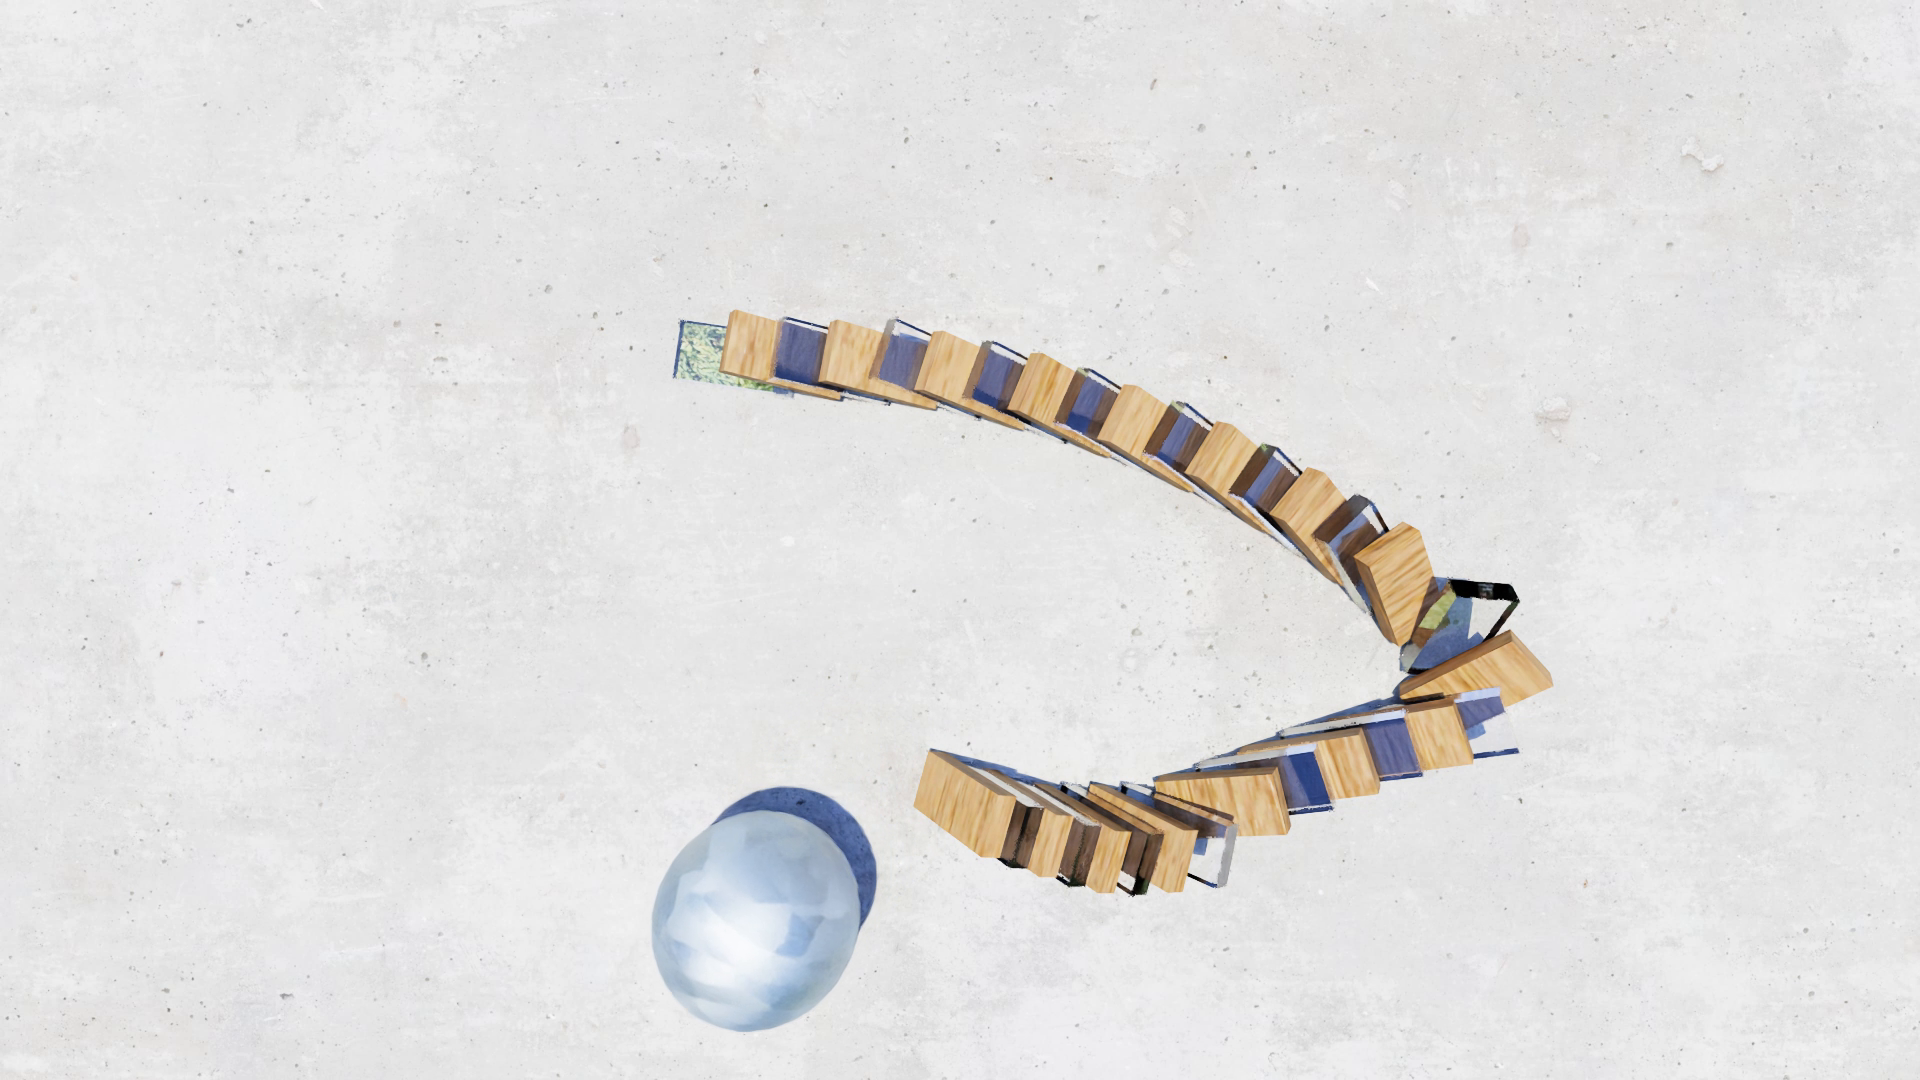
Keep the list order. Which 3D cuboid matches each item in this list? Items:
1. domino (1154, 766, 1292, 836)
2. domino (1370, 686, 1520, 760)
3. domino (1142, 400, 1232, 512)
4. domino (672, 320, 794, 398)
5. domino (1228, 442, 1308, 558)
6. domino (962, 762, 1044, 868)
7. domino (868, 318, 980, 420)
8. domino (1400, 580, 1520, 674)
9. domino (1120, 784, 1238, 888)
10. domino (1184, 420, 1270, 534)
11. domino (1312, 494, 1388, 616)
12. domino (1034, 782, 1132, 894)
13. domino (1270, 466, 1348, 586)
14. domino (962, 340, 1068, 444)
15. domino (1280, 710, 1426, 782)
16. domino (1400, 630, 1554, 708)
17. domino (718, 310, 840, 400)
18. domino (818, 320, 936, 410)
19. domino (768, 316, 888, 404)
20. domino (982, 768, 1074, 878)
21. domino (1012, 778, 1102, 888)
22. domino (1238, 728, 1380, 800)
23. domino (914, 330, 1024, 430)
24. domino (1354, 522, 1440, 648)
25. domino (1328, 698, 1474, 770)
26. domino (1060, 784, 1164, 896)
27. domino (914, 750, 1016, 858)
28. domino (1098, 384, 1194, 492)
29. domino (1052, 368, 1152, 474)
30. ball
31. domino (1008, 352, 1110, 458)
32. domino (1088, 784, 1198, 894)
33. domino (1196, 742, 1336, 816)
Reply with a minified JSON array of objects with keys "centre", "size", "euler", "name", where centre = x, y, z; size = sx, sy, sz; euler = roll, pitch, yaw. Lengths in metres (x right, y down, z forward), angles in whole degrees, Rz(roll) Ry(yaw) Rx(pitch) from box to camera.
[{"centre":[0.109,0.110,0.383],"size":[0.050,0.009,0.025],"euler":[-14,90,31],"name":"domino"},{"centre":[0.201,0.079,0.382],"size":[0.050,0.009,0.025],"euler":[-19,94,32],"name":"domino"},{"centre":[0.102,-0.035,0.384],"size":[0.050,0.010,0.025],"euler":[30,90,-30],"name":"domino"},{"centre":[-0.096,-0.078,0.395],"size":[0.050,0.010,0.025],"euler":[8,90,0],"name":"domino"},{"centre":[0.136,-0.016,0.383],"size":[0.050,0.009,0.025],"euler":[35,90,-30],"name":"domino"},{"centre":[0.012,0.112,0.377],"size":[0.010,0.050,0.025],"euler":[16,90,-36],"name":"domino"},{"centre":[-0.011,-0.071,0.384],"size":[0.050,0.009,0.025],"euler":[18,90,-29],"name":"domino"},{"centre":[0.205,0.037,0.379],"size":[0.025,0.050,0.010],"euler":[4,45,0],"name":"domino"},{"centre":[0.088,0.121,0.379],"size":[0.050,0.010,0.025],"euler":[11,90,44],"name":"domino"},{"centre":[0.119,-0.026,0.383],"size":[0.050,0.009,0.025],"euler":[32,90,-30],"name":"domino"},{"centre":[0.169,0.007,0.383],"size":[0.025,0.009,0.050],"euler":[-44,122,0],"name":"domino"},{"centre":[0.046,0.122,0.377],"size":[0.009,0.050,0.025],"euler":[16,90,-36],"name":"domino"},{"centre":[0.153,-0.005,0.383],"size":[0.050,0.009,0.025],"euler":[39,90,-30],"name":"domino"},{"centre":[0.027,-0.062,0.384],"size":[0.050,0.010,0.025],"euler":[20,90,-29],"name":"domino"},{"centre":[0.163,0.088,0.383],"size":[0.050,0.009,0.025],"euler":[-18,90,32],"name":"domino"},{"centre":[0.213,0.060,0.381],"size":[0.025,0.010,0.050],"euler":[46,126,-3],"name":"domino"},{"centre":[-0.073,-0.077,0.384],"size":[0.050,0.009,0.025],"euler":[11,89,-28],"name":"domino"},{"centre":[-0.032,-0.073,0.384],"size":[0.050,0.009,0.025],"euler":[11,90,-28],"name":"domino"},{"centre":[-0.053,-0.075,0.384],"size":[0.050,0.009,0.025],"euler":[9,90,-28],"name":"domino"},{"centre":[0.023,0.115,0.377],"size":[0.010,0.050,0.025],"euler":[16,90,-36],"name":"domino"},{"centre":[0.035,0.119,0.377],"size":[0.009,0.050,0.025],"euler":[16,90,-36],"name":"domino"},{"centre":[0.145,0.096,0.383],"size":[0.050,0.010,0.025],"euler":[-18,90,31],"name":"domino"},{"centre":[0.008,-0.066,0.384],"size":[0.050,0.010,0.025],"euler":[18,90,-29],"name":"domino"},{"centre":[0.184,0.019,0.383],"size":[0.025,0.010,0.050],"euler":[-35,121,-1],"name":"domino"},{"centre":[0.183,0.084,0.382],"size":[0.050,0.009,0.025],"euler":[-19,93,32],"name":"domino"},{"centre":[0.059,0.122,0.377],"size":[0.010,0.050,0.025],"euler":[16,90,-37],"name":"domino"},{"centre":[0.001,0.108,0.377],"size":[0.010,0.050,0.025],"euler":[16,90,-36],"name":"domino"},{"centre":[0.083,-0.042,0.384],"size":[0.050,0.009,0.025],"euler":[26,90,-30],"name":"domino"},{"centre":[0.065,-0.050,0.384],"size":[0.050,0.009,0.025],"euler":[24,90,-30],"name":"domino"},{"centre":[-0.079,0.148,0.360],"size":[0.080,0.080,0.080],"euler":[0,90,0],"name":"ball"},{"centre":[0.046,-0.056,0.384],"size":[0.050,0.009,0.025],"euler":[22,90,-29],"name":"domino"},{"centre":[0.072,0.122,0.378],"size":[0.009,0.050,0.025],"euler":[14,90,-39],"name":"domino"},{"centre":[0.127,0.102,0.383],"size":[0.050,0.009,0.025],"euler":[-18,90,31],"name":"domino"}]
